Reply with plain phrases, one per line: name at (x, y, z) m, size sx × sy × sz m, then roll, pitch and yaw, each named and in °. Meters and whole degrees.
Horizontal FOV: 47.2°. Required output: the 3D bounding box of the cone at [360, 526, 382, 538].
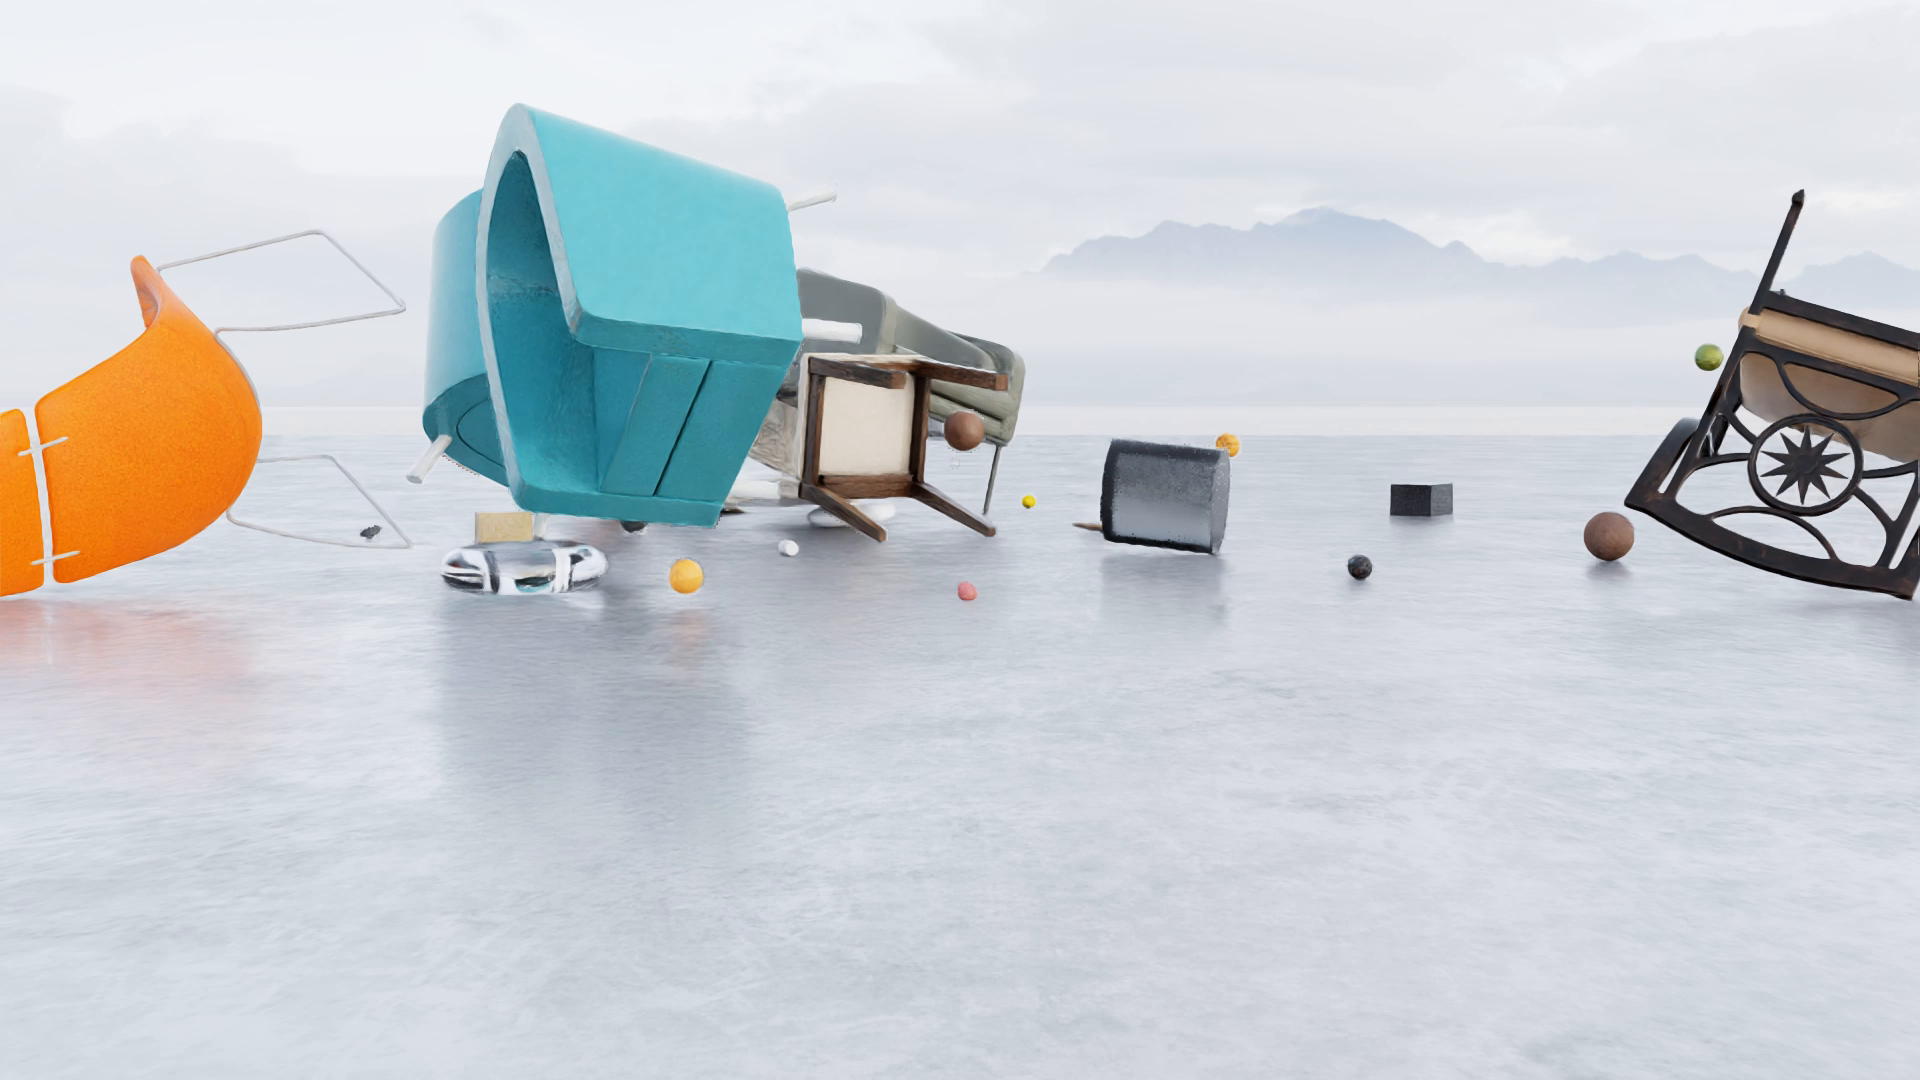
cone at (-1.774, -0.015, 6.625) m, size 0.069 × 0.038 × 0.031 m, roll -23°, pitch 46°, yaw -3°

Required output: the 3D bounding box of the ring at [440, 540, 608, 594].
ring at (-0.978, 0.061, 4.938) m, size 0.348 × 0.099 × 0.394 m, roll 4°, pitch 6°, yaw 34°

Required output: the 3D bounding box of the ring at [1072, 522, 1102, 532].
ring at (0.426, -0.039, 6.825) m, size 0.160 × 0.020 × 0.165 m, roll 9°, pitch -2°, yaw -31°

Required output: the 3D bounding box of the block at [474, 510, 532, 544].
block at (-1.264, -0.023, 6.086) m, size 0.145 × 0.109 × 0.076 m, roll -2°, pitch 4°, yaw -22°

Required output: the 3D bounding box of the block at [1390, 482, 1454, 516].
block at (1.651, -0.147, 7.868) m, size 0.153 × 0.111 × 0.209 m, roll 3°, pitch 5°, yaw 34°

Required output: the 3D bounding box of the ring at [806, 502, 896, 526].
ring at (-0.362, -0.085, 7.309) m, size 0.272 × 0.059 × 0.347 m, roll 0°, pitch 7°, yaw 32°

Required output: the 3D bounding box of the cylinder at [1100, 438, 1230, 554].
cylinder at (0.561, -0.121, 6.002) m, size 0.308 × 0.289 × 0.191 m, roll 7°, pitch 13°, yaw 21°

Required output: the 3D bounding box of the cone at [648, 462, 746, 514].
cone at (-0.937, -0.145, 7.971) m, size 0.351 × 0.131 × 0.315 m, roll 16°, pitch -24°, yaw 5°
